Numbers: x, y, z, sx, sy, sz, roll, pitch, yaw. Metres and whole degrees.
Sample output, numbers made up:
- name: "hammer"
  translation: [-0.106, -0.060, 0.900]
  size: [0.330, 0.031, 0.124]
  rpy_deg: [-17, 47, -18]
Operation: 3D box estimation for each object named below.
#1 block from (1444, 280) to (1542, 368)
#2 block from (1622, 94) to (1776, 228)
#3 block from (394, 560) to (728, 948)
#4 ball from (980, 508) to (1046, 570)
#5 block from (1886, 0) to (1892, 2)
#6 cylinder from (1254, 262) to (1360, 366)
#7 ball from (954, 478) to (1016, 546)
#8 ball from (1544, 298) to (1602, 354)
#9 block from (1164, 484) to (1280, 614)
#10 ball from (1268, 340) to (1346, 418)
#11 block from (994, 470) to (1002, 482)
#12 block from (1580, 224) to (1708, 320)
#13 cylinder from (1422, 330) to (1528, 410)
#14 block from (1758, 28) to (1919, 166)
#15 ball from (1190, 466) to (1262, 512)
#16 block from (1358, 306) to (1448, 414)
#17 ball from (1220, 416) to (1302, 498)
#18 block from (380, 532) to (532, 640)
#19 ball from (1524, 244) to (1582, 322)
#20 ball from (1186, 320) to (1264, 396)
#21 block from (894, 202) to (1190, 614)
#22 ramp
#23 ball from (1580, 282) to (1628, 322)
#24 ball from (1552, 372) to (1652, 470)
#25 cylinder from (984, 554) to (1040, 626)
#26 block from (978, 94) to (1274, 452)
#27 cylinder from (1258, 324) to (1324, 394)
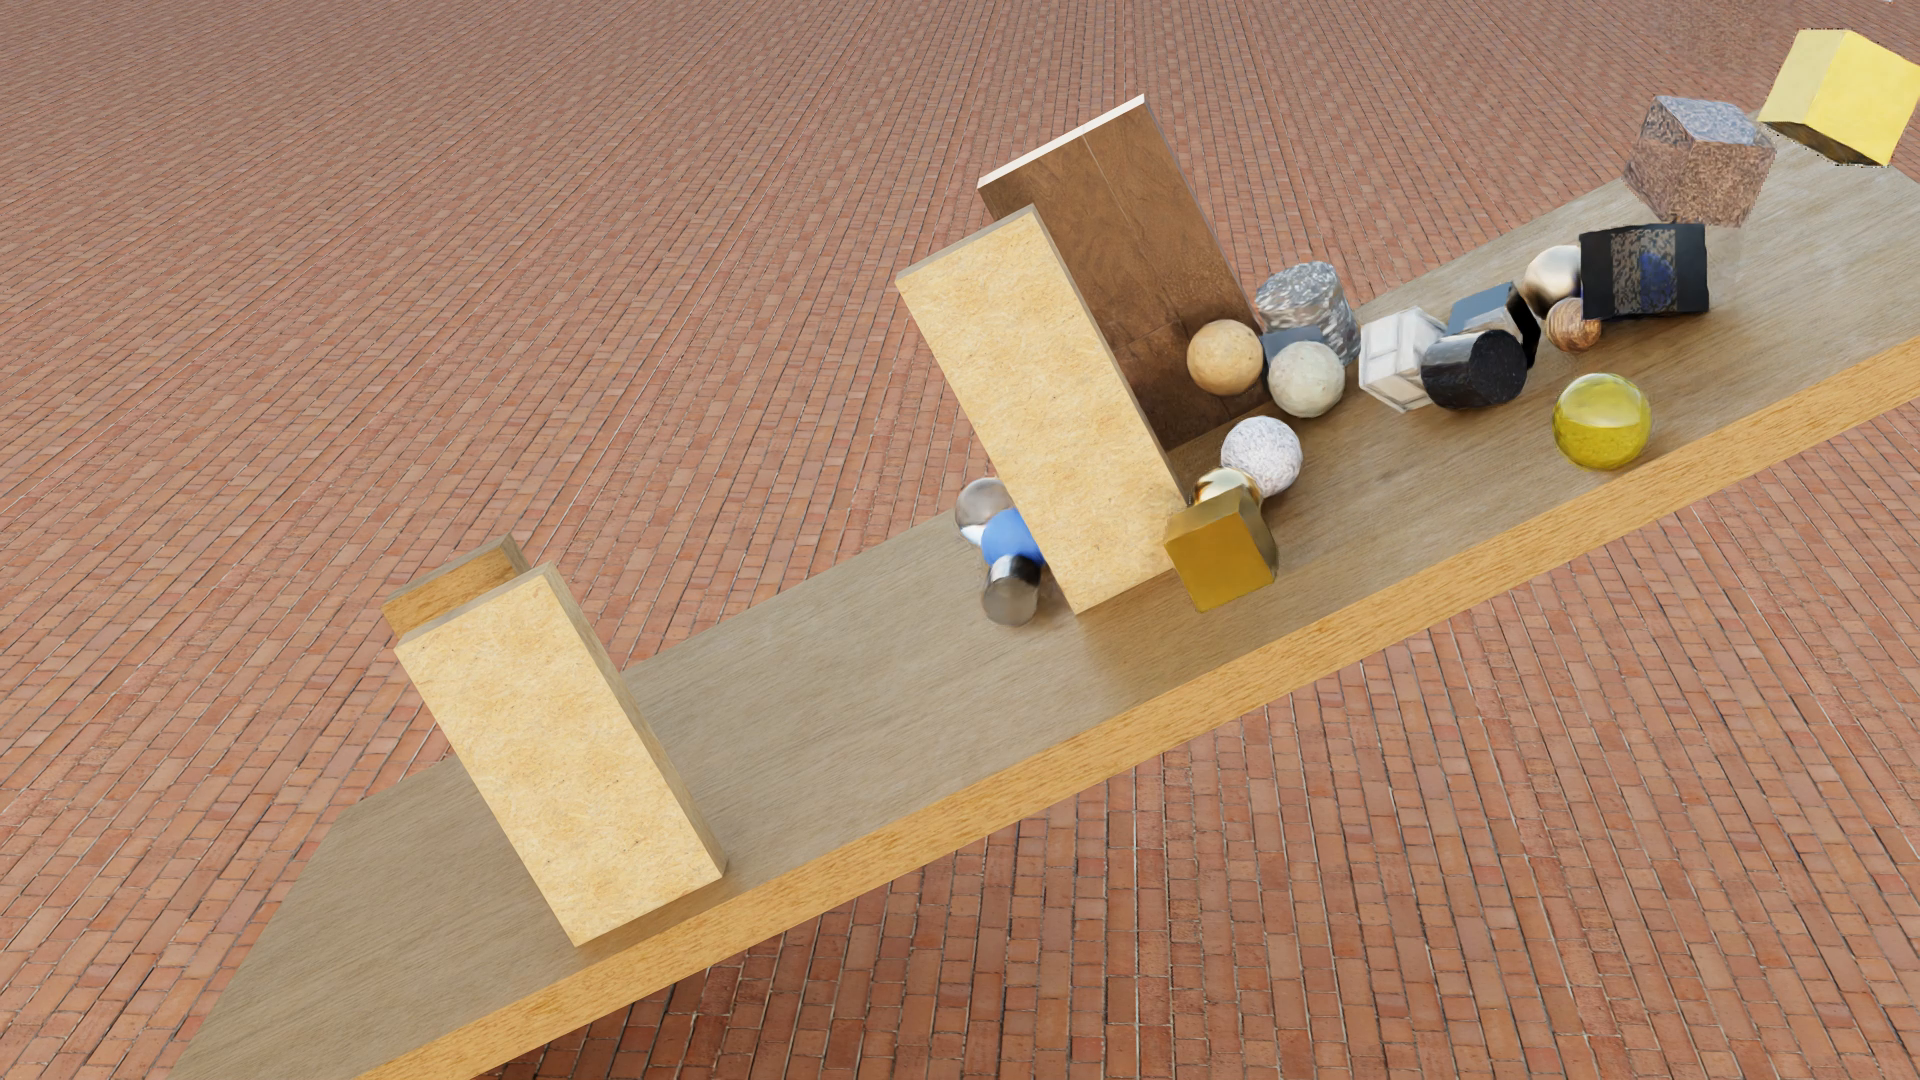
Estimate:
- name: "block"
  translation: [1.084, -0.419, 5.980]
  size: [0.132, 0.132, 0.132]
  rpy_deg: [-20, 29, 33]
- name: "block"
  translation: [1.432, -0.734, 5.709]
  size: [0.179, 0.179, 0.179]
  rpy_deg: [2, 35, -20]
- name: "block"
  translation: [-0.748, 0.407, 5.549]
  size: [0.324, 0.676, 0.090]
  rpy_deg: [-26, 14, 11]
- name: "ball"
  translation: [0.121, 0.007, 6.364]
  size: [0.151, 0.151, 0.151]
  rpy_deg: [0, 17, 0]
- name: "block"
  translation: [1.782, -1.136, 5.723]
  size: [0.110, 0.110, 0.110]
  rpy_deg: [24, 72, 31]
- name: "cylinder"
  translation: [0.791, -0.496, 6.657]
  size: [0.192, 0.192, 0.192]
  rpy_deg: [-20, 29, 11]
- name: "ball"
  translation: [0.067, -0.063, 6.699]
  size: [0.160, 0.160, 0.160]
  rpy_deg: [0, 17, 0]
- name: "ball"
  translation: [1.218, -0.426, 5.839]
  size: [0.111, 0.111, 0.111]
  rpy_deg: [0, 17, 0]
- name: "block"
  translation: [0.498, 0.016, 5.582]
  size: [0.156, 0.156, 0.156]
  rpy_deg: [-24, 15, 18]
- name: "ball"
  translation: [0.749, -0.348, 6.362]
  size: [0.167, 0.167, 0.167]
  rpy_deg: [0, 17, 0]
- name: "block"
  translation: [0.223, -0.206, 6.318]
  size: [0.194, 0.194, 0.194]
  rpy_deg: [24, 24, 20]
- name: "block"
  translation: [1.328, -0.520, 5.711]
  size: [0.168, 0.168, 0.168]
  rpy_deg: [-3, 1, -28]
- name: "cylinder"
  translation: [1.020, -0.338, 5.838]
  size: [0.147, 0.147, 0.147]
  rpy_deg: [-10, 3, -30]
- name: "block"
  translation: [1.730, -0.868, 5.765]
  size: [0.197, 0.197, 0.197]
  rpy_deg: [24, 4, -14]
- name: "ball"
  translation: [0.531, -0.075, 5.870]
  size: [0.143, 0.143, 0.143]
  rpy_deg: [0, 17, 0]
- name: "block"
  translation: [0.918, -0.368, 6.016]
  size: [0.142, 0.142, 0.142]
  rpy_deg: [26, -31, -36]
- name: "ball"
  translation: [0.611, -0.169, 5.963]
  size: [0.165, 0.165, 0.165]
  rpy_deg: [0, 17, 0]
- name: "block"
  translation: [-1.002, 0.313, 6.575]
  size: [0.310, 0.584, 0.112]
  rpy_deg: [-26, 14, 11]
- name: "ball"
  translation: [1.238, -0.522, 6.024]
  size: [0.165, 0.165, 0.165]
  rpy_deg: [0, 17, 0]
- name: "ball"
  translation: [0.579, -0.398, 6.420]
  size: [0.168, 0.168, 0.168]
  rpy_deg: [0, 17, 0]
- name: "block"
  translation: [0.189, -0.257, 5.872]
  size: [0.304, 0.772, 0.094]
  rpy_deg: [-26, 14, 11]
- name: "ramp"
  translation: [0.141, 0.167, 6.281]
  size: [4.000, 0.100, 2.000]
  rpy_deg: [-26, 14, 11]
- name: "ball"
  translation: [1.307, -0.503, 5.878]
  size: [0.133, 0.133, 0.133]
  rpy_deg: [0, 17, 0]
- name: "ball"
  translation: [1.118, -0.207, 5.126]
  size: [0.172, 0.172, 0.172]
  rpy_deg: [0, 17, 0]
- name: "cylinder"
  translation: [0.108, 0.104, 6.105]
  size: [0.113, 0.113, 0.113]
  rpy_deg: [1, 23, 5]
- name: "block"
  translation: [0.399, -0.581, 6.683]
  size: [0.418, 0.738, 0.127]
  rpy_deg: [-26, 14, 11]
- name: "cylinder"
  translation: [0.735, -0.400, 6.507]
  size: [0.133, 0.133, 0.133]
  rpy_deg: [-11, 18, -3]
